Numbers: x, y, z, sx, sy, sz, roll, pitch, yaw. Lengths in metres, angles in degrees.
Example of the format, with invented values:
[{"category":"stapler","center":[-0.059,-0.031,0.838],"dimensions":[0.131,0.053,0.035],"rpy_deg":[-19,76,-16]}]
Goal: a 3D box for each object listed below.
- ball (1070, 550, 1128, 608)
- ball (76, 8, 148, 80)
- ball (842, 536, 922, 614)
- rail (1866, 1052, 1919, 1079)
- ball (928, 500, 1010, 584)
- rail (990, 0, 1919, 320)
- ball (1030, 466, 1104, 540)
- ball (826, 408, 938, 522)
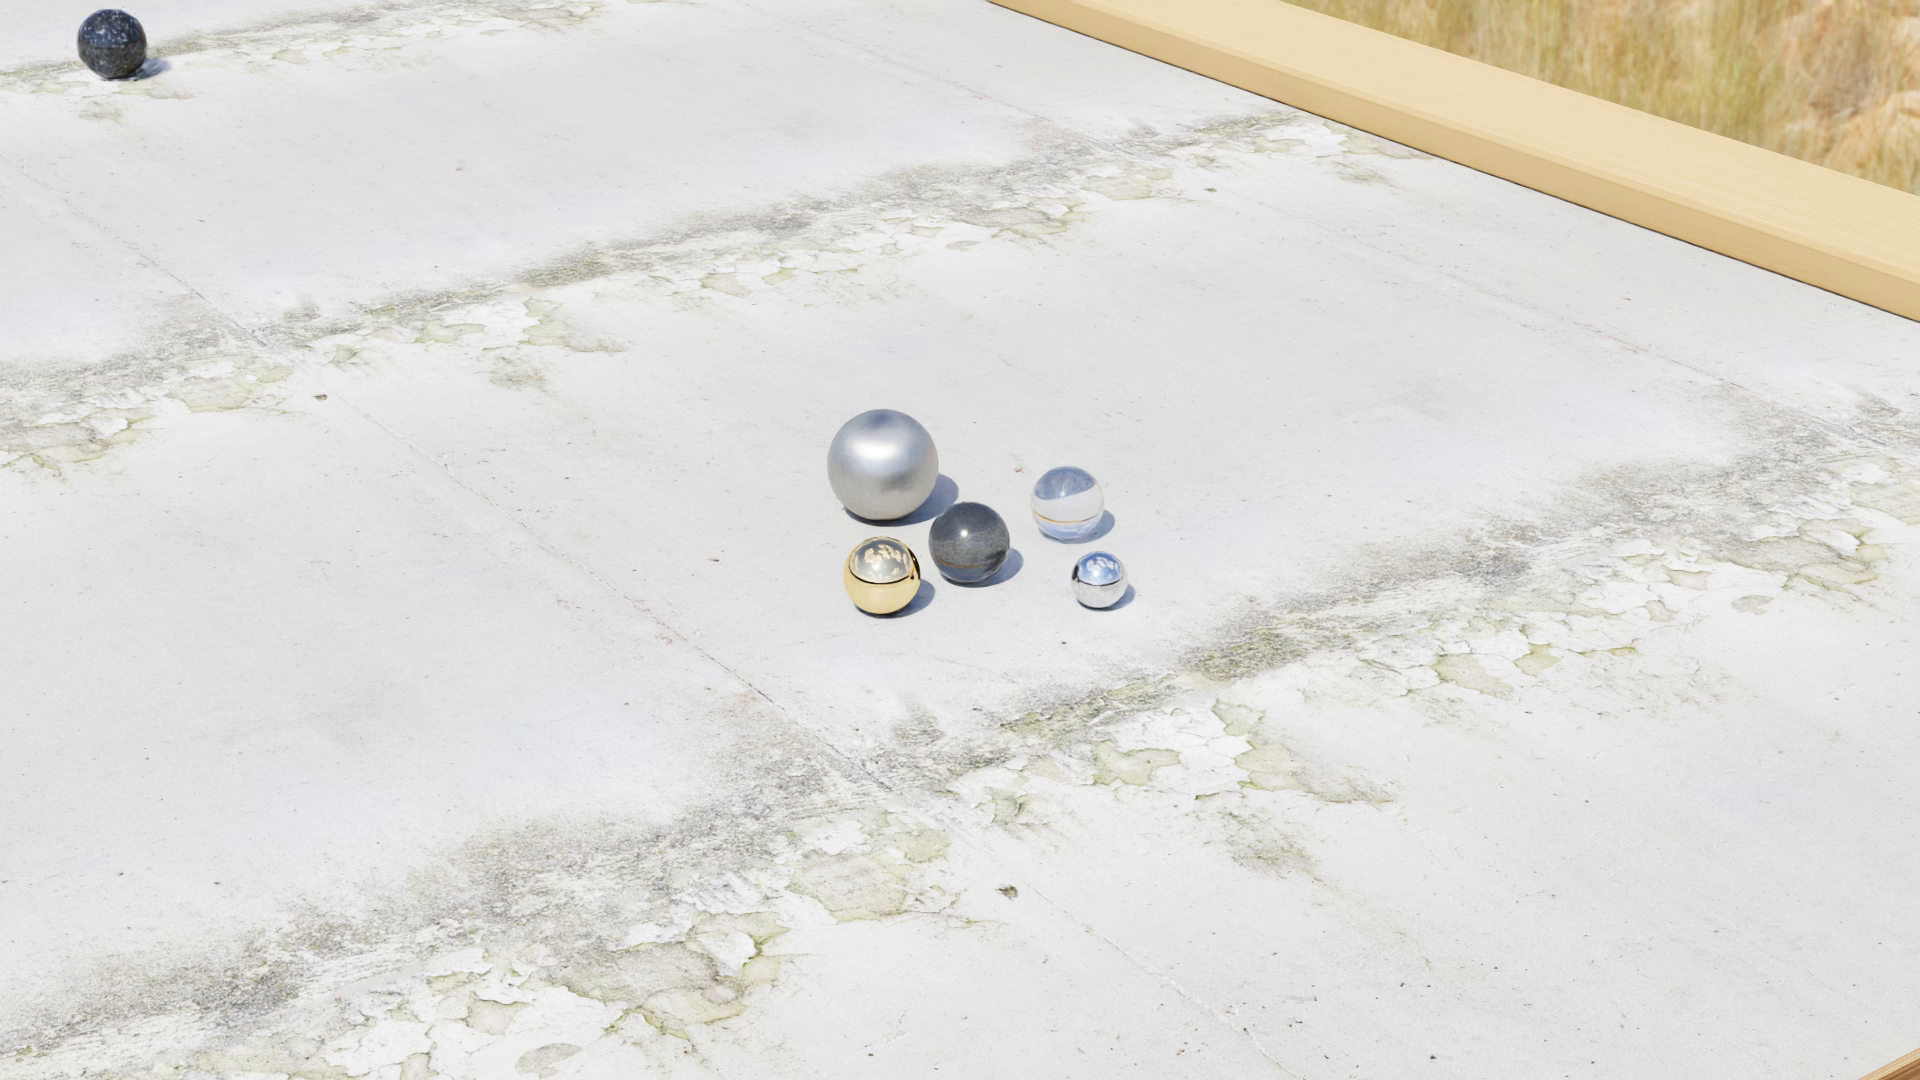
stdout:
[{"category":"ball","center":[0.102,0.029,2.155],"dimensions":[0.042,0.042,0.042],"rpy_deg":[0,25,0]},{"category":"ball","center":[-0.992,-0.581,3.442],"dimensions":[0.082,0.082,0.082],"rpy_deg":[0,25,0]},{"category":"ball","center":[-0.057,0.026,2.144],"dimensions":[0.057,0.057,0.057],"rpy_deg":[0,25,0]},{"category":"rail","center":[0.519,0.277,1.524],"dimensions":[2.082,0.114,0.045],"rpy_deg":[-17,29,-32]},{"category":"ball","center":[0.007,0.002,2.192],"dimensions":[0.061,0.061,0.061],"rpy_deg":[0,25,0]},{"category":"rail","center":[0.295,-0.581,3.401],"dimensions":[0.045,0.114,3.665],"rpy_deg":[-17,29,-32]},{"category":"ball","center":[0.083,-0.029,2.263],"dimensions":[0.058,0.058,0.058],"rpy_deg":[0,25,0]},{"category":"ball","center":[-0.060,-0.059,2.292],"dimensions":[0.088,0.088,0.088],"rpy_deg":[0,25,0]}]
